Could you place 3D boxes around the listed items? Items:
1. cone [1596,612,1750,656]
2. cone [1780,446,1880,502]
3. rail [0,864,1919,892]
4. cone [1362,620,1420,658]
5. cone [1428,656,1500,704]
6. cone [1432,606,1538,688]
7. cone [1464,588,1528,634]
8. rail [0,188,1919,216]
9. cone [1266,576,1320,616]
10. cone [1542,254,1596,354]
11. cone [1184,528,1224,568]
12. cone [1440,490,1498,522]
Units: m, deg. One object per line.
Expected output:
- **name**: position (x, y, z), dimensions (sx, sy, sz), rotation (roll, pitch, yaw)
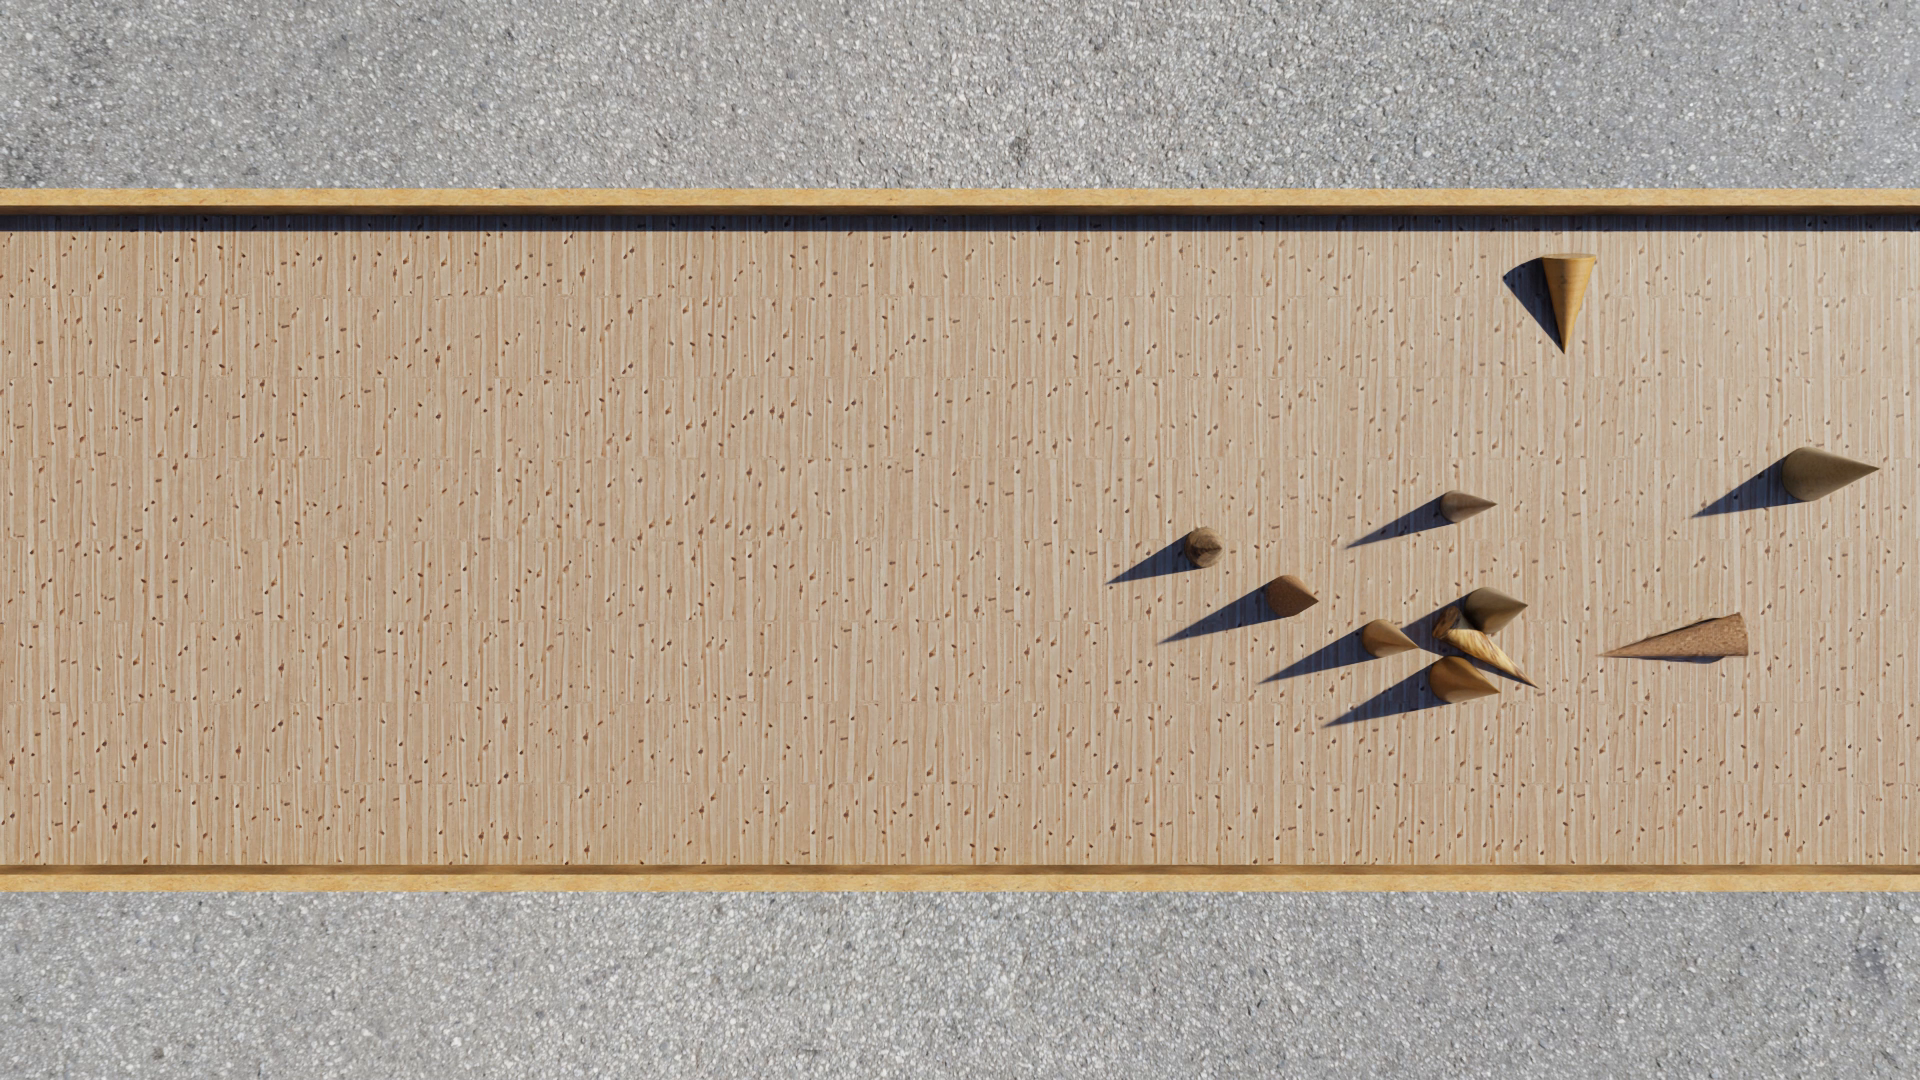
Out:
- **cone**: position (2.162, 0.323, 5.043), dimensions (0.433, 0.135, 0.135), rotation (-9, 90, 9)
- **cone**: position (2.609, -0.203, 4.874), dimensions (0.169, 0.404, 0.169), rotation (0, 90, 0)
- **rail**: position (-2.247, 1.025, 5.001), dimensions (12.000, 0.150, 0.050), rotation (0, 90, 0)
- **cone**: position (1.295, 0.303, 4.861), dimensions (0.119, 0.430, 0.119), rotation (0, 90, 0)
- **cone**: position (1.517, 0.428, 4.849), dimensions (0.148, 0.455, 0.148), rotation (0, 90, 0)
- **cone**: position (1.634, 0.356, 5.048), dimensions (0.386, 0.113, 0.113), rotation (34, 90, -8)
- **cone**: position (1.621, 0.201, 4.886), dimensions (0.145, 0.371, 0.145), rotation (0, 85, 0)
- **rail**: position (-2.247, -1.025, 5.002), dimensions (12.000, 0.150, 0.050), rotation (0, 90, 0)
- **cone**: position (1.008, 0.172, 4.850), dimensions (0.129, 0.454, 0.129), rotation (0, 90, 0)
- **cone**: position (1.853, -0.715, 5.038), dimensions (0.160, 0.160, 0.304), rotation (-3, 105, 0)
- **cone**: position (0.752, 0.023, 4.903), dimensions (0.127, 0.346, 0.127), rotation (0, 90, 0)
- **cone**: position (1.526, -0.102, 4.876), dimensions (0.101, 0.401, 0.101), rotation (0, 90, 0)
